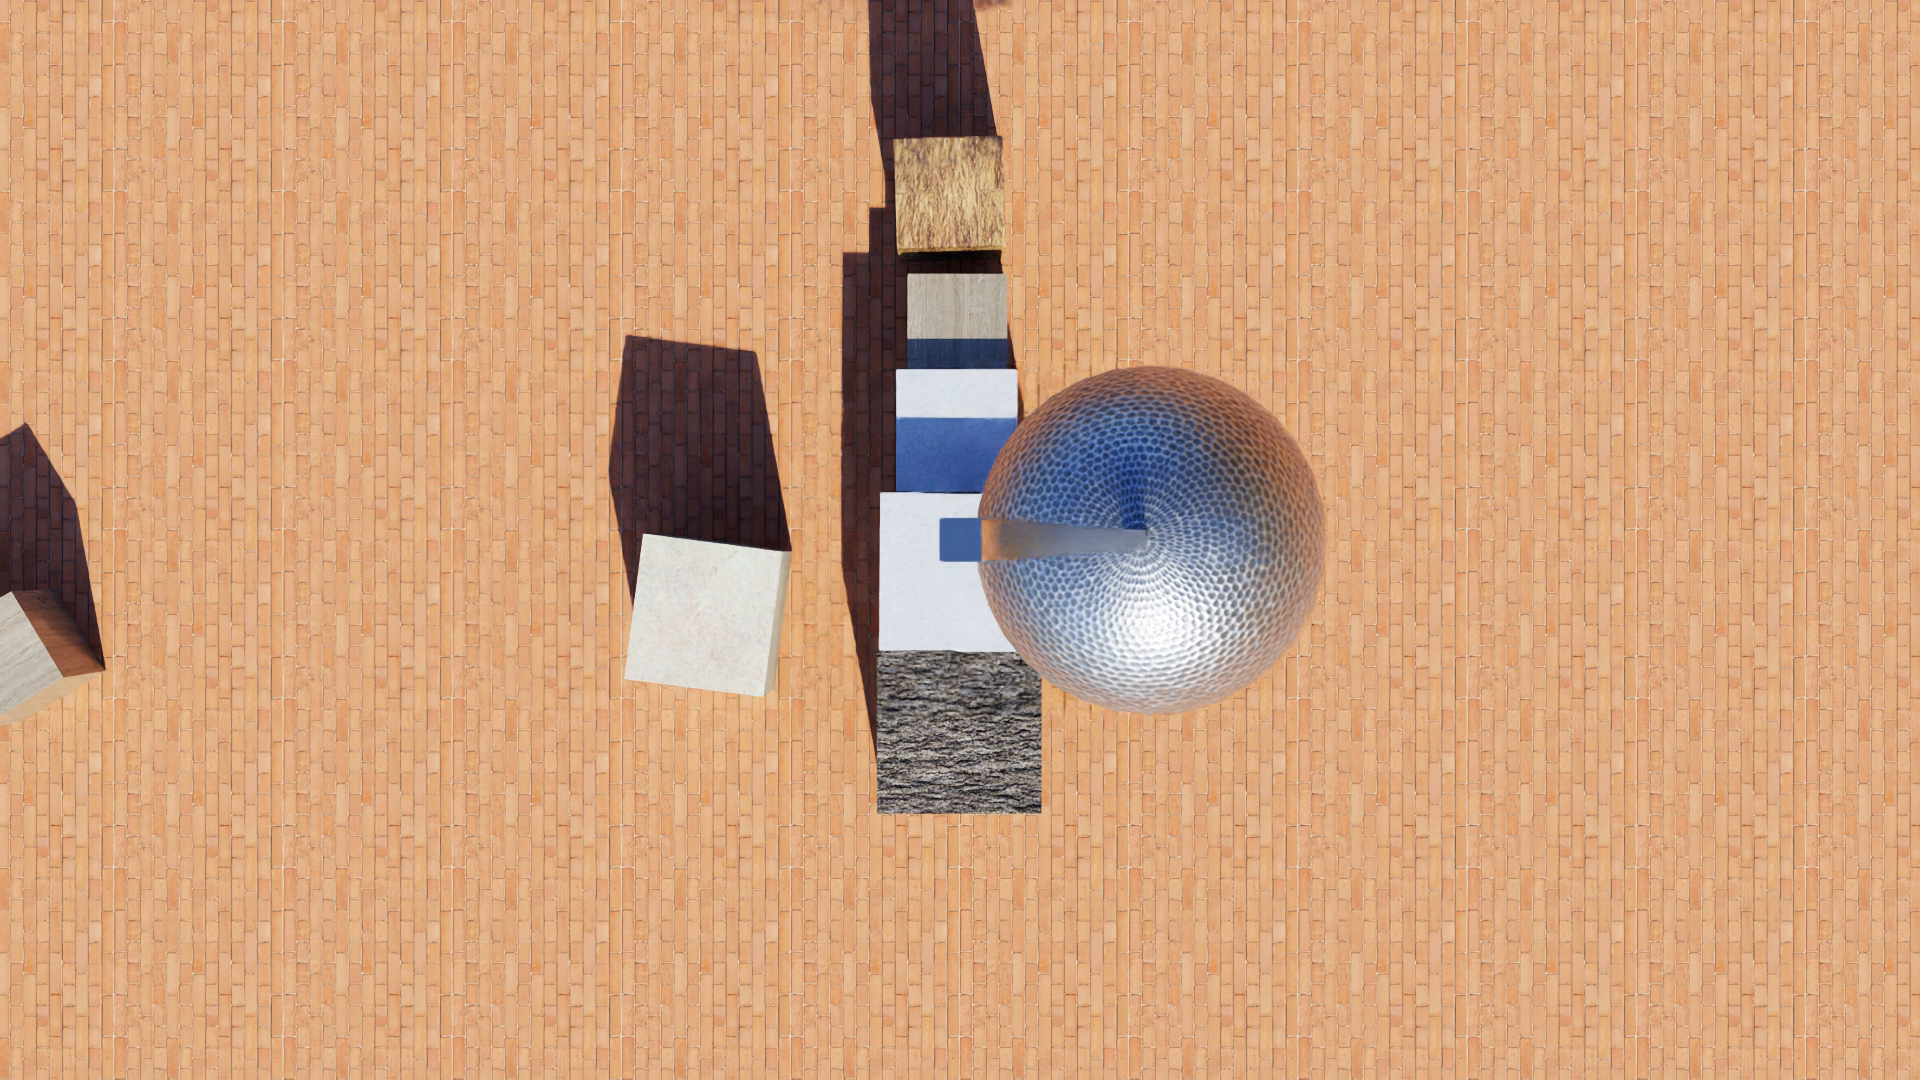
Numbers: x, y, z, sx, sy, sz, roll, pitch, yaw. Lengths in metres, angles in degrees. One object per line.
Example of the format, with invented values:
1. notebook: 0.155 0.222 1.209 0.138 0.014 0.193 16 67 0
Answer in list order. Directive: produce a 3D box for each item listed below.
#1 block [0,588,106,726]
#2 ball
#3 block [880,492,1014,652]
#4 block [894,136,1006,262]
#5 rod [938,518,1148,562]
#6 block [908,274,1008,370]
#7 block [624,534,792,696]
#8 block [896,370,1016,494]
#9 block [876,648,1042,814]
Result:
1. block: -5.442 0.681 12.689 0.580 0.623 0.567 -31 90 0
2. ball: 0.869 0.000 10.063 1.600 1.600 1.600 0 90 0
3. block: 0.013 0.176 12.545 0.910 0.910 0.867 1 90 0
4. block: -0.057 -1.961 12.696 0.615 0.609 0.617 -2 90 0
5. rod: 0.376 0.000 6.699 0.080 5.200 0.080 0 90 8
6. block: -0.015 -1.240 12.741 0.565 0.518 0.543 0 90 0
7. block: -1.431 0.420 12.627 0.781 0.746 0.815 7 90 0
8. block: -0.019 -0.616 12.682 0.678 0.636 0.685 0 90 0
9. block: -0.004 1.063 12.571 0.911 0.858 0.899 0 90 0
